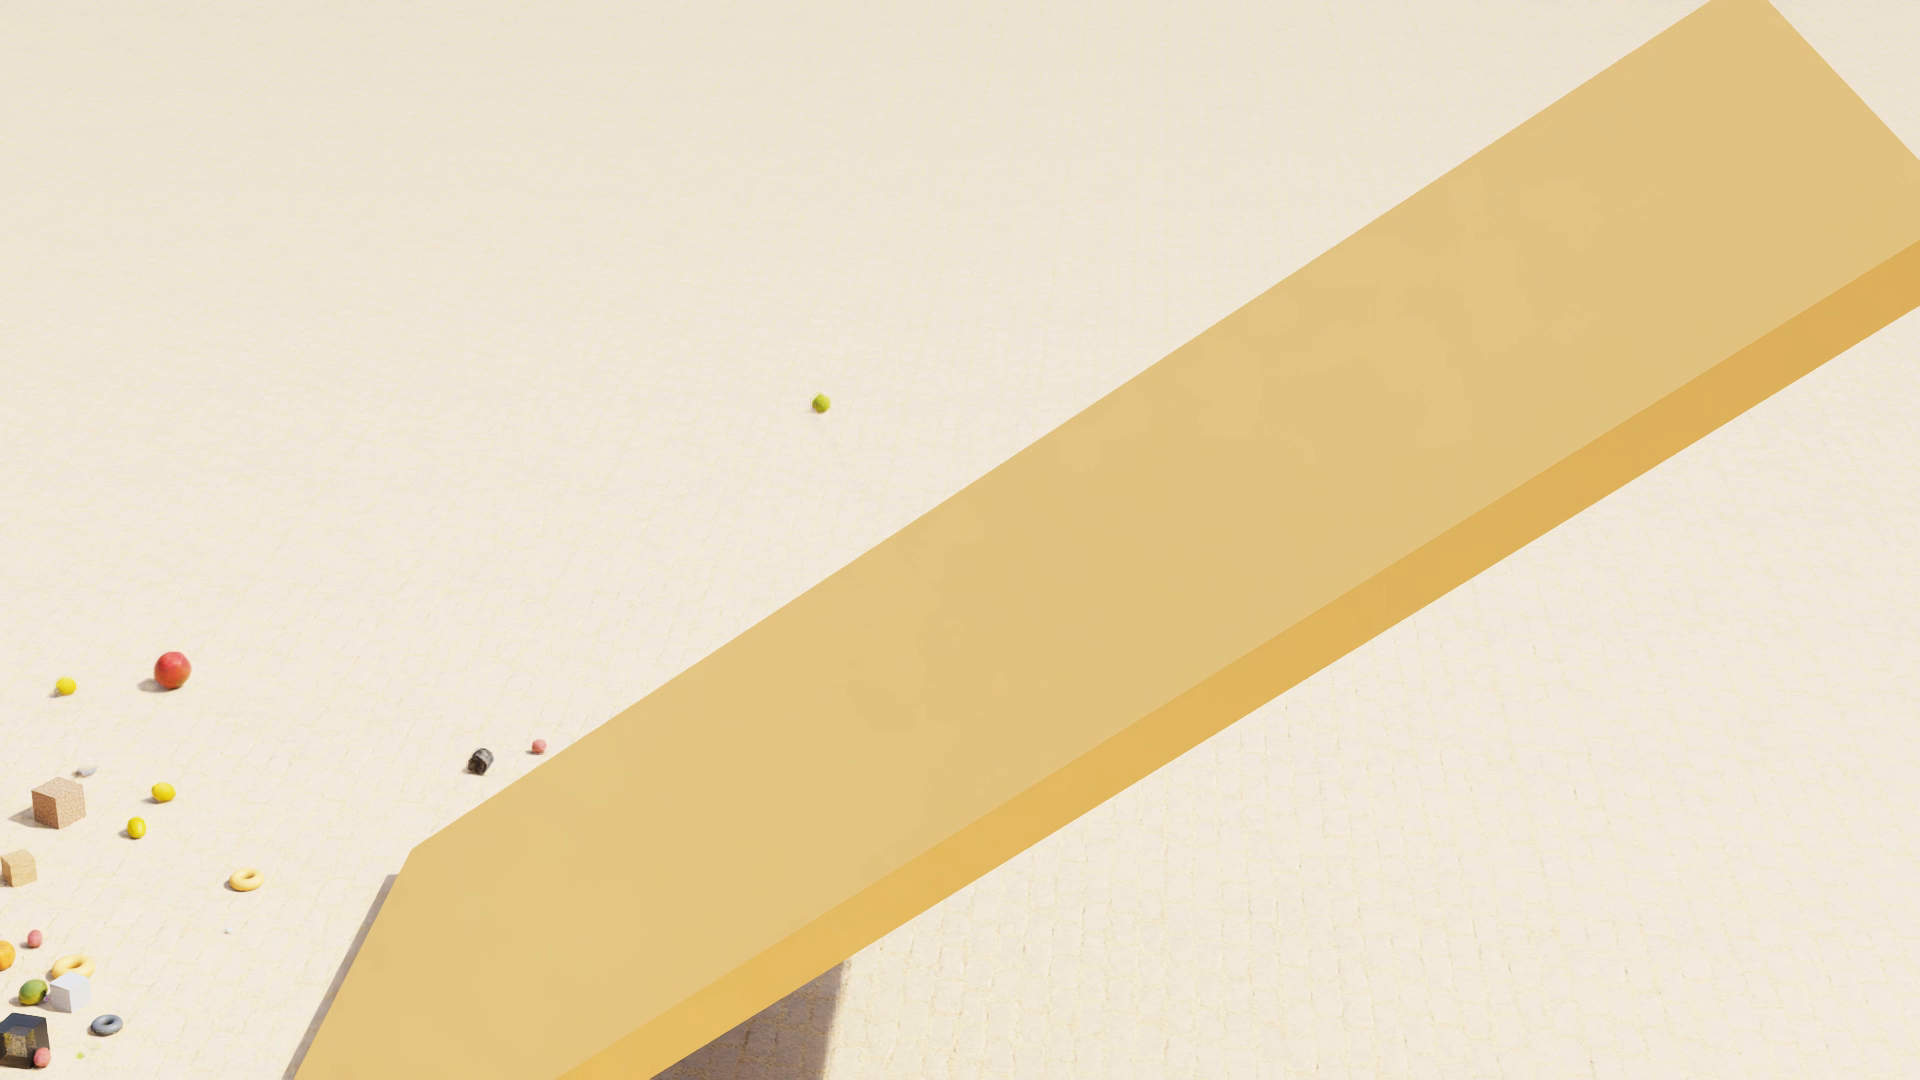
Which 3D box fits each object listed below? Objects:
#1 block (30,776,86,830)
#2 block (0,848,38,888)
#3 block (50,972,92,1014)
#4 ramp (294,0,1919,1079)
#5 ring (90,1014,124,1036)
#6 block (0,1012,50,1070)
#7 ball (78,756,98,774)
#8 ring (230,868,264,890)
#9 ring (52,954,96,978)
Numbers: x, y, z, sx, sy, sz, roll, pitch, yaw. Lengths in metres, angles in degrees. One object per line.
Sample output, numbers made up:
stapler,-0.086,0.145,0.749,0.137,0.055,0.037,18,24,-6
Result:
block,-2.475,0.723,8.079,0.097,0.097,0.097,13,25,30
block,-2.482,0.866,7.759,0.068,0.068,0.068,-16,27,-35
block,-2.168,1.103,7.167,0.066,0.066,0.066,12,25,27
ramp,0.134,0.175,6.311,4.000,0.100,2.000,-33,16,15
ring,-2.049,1.165,7.067,0.075,0.025,0.075,1,22,0
block,-2.215,1.181,6.937,0.090,0.090,0.090,6,22,14
ball,-2.474,0.640,8.345,0.053,0.053,0.053,0,22,0
ring,-1.877,0.893,7.741,0.092,0.031,0.092,1,23,0
ring,-2.202,1.065,7.306,0.105,0.035,0.105,0,23,0
